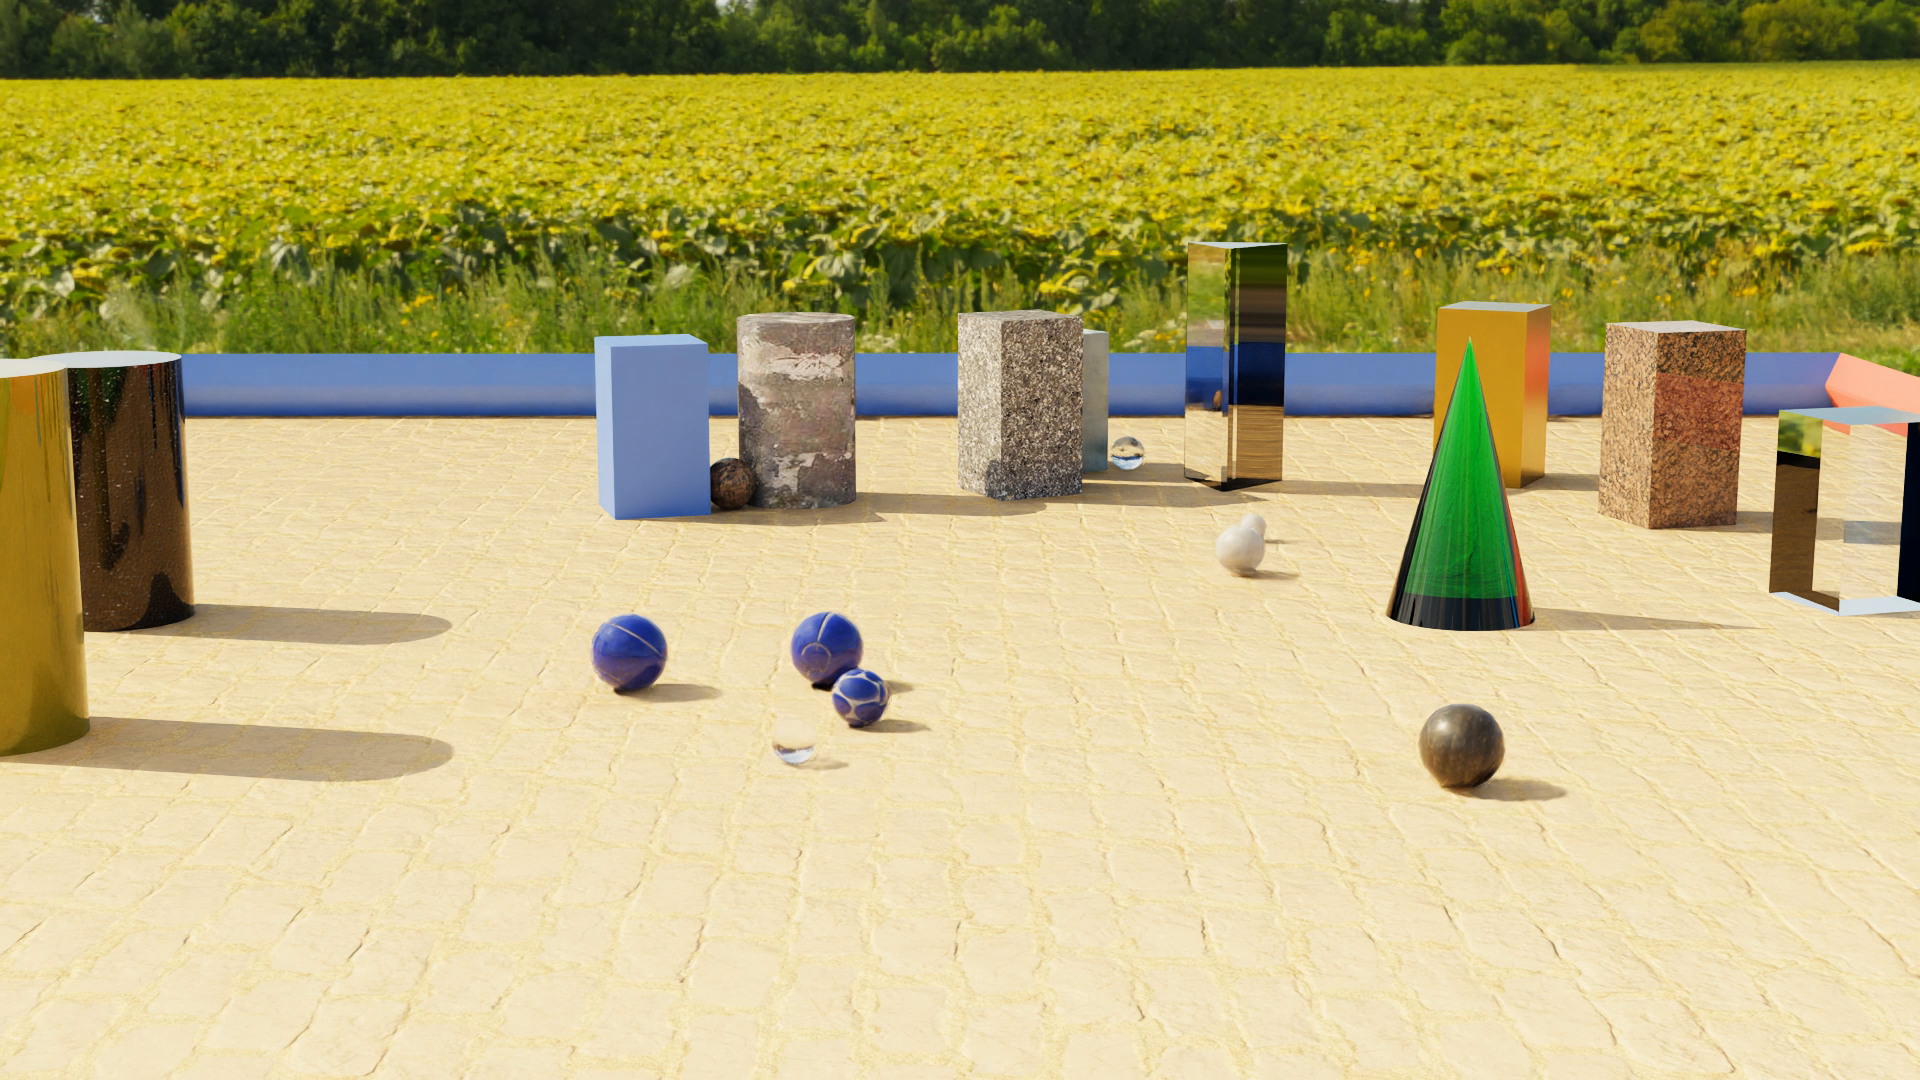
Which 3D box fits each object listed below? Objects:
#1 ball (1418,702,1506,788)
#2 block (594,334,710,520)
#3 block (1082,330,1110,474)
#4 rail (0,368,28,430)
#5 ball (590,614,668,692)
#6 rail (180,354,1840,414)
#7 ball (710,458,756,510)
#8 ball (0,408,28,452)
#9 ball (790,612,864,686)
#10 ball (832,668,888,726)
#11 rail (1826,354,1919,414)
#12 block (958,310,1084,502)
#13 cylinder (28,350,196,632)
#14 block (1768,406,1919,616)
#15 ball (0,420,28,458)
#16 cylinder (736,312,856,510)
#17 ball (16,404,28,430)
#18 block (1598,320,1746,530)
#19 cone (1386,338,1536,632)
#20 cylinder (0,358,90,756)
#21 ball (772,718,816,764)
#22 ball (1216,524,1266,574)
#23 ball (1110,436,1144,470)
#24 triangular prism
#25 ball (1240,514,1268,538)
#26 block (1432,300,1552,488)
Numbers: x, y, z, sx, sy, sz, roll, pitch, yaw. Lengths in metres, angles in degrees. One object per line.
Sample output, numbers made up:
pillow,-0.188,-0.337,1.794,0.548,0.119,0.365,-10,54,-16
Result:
ball,0.511,0.210,2.614,0.087,0.087,0.087,0,10,0
block,-0.508,-0.189,4.235,0.158,0.282,0.158,-3,11,-17
block,0.158,-0.254,4.668,0.158,0.252,0.158,-8,13,-36
rail,-1.844,0.035,3.438,0.045,0.129,3.973,0,10,0
ball,-0.389,0.133,3.019,0.092,0.092,0.092,0,10,0
rail,-0.011,-0.324,5.379,3.735,0.129,0.045,0,10,0
ball,-0.382,-0.094,4.260,0.086,0.086,0.086,0,10,0
ball,-1.792,-0.210,4.886,0.085,0.085,0.085,0,10,0
ball,-0.158,0.129,3.047,0.088,0.088,0.088,0,10,0
ball,-0.111,0.175,2.863,0.064,0.064,0.064,0,10,0
rail,1.844,0.031,3.459,0.045,0.129,3.973,0,10,0
block,0.103,-0.235,4.419,0.158,0.305,0.158,-5,12,-27
cylinder,-1.127,-0.068,3.405,0.198,0.346,0.198,0,10,0
block,1.229,-0.043,3.509,0.158,0.258,0.158,-3,11,-17
ball,-1.781,-0.188,4.810,0.071,0.071,0.071,0,10,0
cylinder,-0.276,-0.221,4.331,0.198,0.309,0.198,0,10,0
ball,-1.783,-0.226,4.970,0.087,0.087,0.087,0,10,0
block,1.148,-0.188,4.143,0.158,0.313,0.158,-3,11,-16
cone,0.670,-0.084,3.406,0.198,0.376,0.198,0,10,0
cylinder,-1.062,0.016,2.789,0.198,0.405,0.198,0,10,0
ball,-0.175,0.212,2.708,0.048,0.048,0.048,0,10,0
ball,0.406,0.014,3.712,0.072,0.072,0.072,0,10,0
ball,0.305,-0.158,4.672,0.062,0.062,0.062,0,10,0
triangular prism,0.459,-0.310,4.511,0.148,0.419,0.171,9,14,41
ball,0.454,-0.020,3.975,0.043,0.043,0.043,0,10,0
block,0.942,-0.260,4.543,0.158,0.308,0.158,6,12,27
